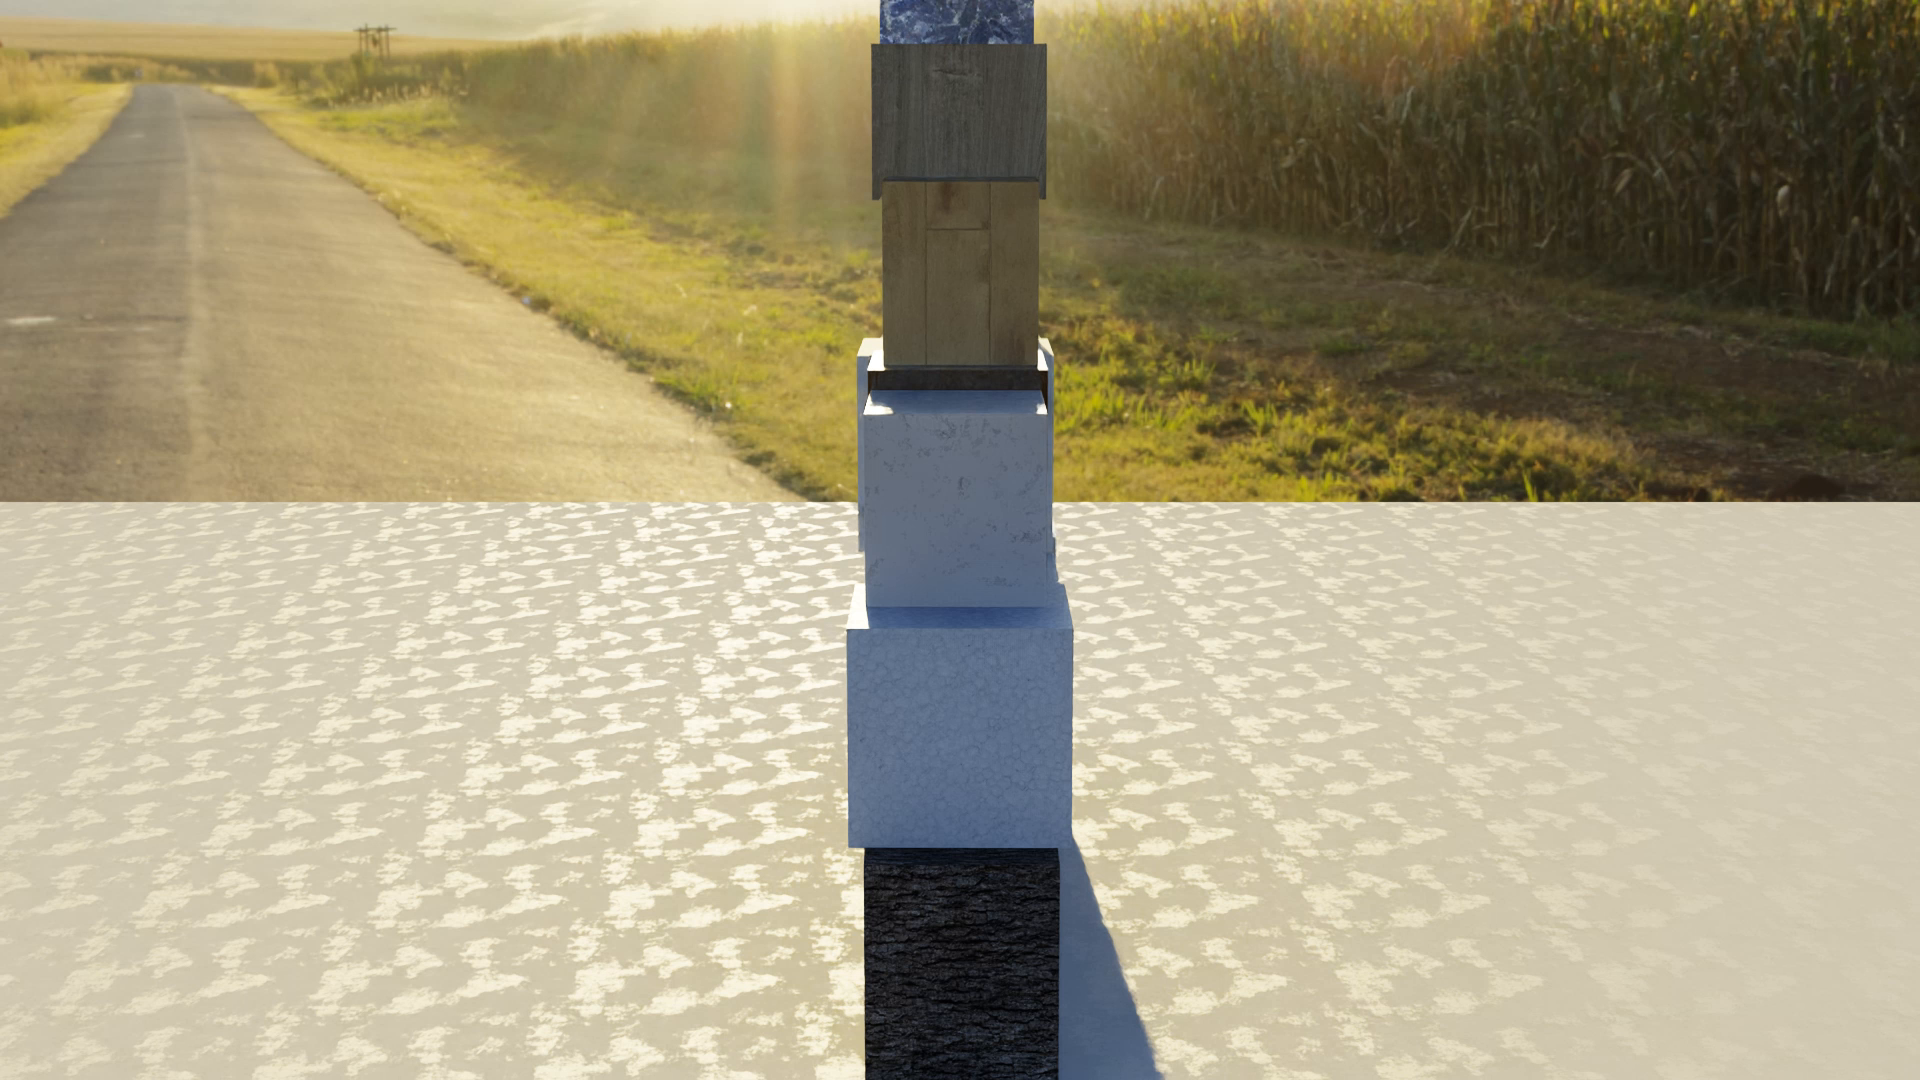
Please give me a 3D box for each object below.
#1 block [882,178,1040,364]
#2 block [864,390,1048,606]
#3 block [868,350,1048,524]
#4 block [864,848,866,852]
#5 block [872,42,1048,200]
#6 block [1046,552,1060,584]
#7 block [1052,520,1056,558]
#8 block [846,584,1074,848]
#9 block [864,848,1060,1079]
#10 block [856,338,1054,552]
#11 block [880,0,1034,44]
[{"bbox_3d":[0.002,-1.091,10.324,0.611,0.714,0.585,0,10,0],"label":"block"},{"bbox_3d":[-0.015,-0.169,9.634,0.660,0.708,0.710,0,10,0],"label":"block"},{"bbox_3d":[-0.008,-0.320,10.351,0.696,0.815,0.751,0,10,0],"label":"block"},{"bbox_3d":[-0.018,1.078,11.626,0.806,0.719,0.812,0,10,0],"label":"block"},{"bbox_3d":[-0.003,-1.779,10.857,0.718,0.633,0.664,0,11,0],"label":"block"},{"bbox_3d":[0.011,0.473,10.251,0.754,0.699,0.826,0,11,0],"label":"block"},{"bbox_3d":[0.011,0.266,11.668,0.822,0.721,0.712,0,12,0],"label":"block"},{"bbox_3d":[0.000,0.631,9.449,0.796,0.798,0.803,0,10,0],"label":"block"},{"bbox_3d":[0.006,1.450,9.382,0.683,0.790,0.790,0,10,0],"label":"block"},{"bbox_3d":[-0.019,-0.424,11.113,0.818,0.828,0.784,0,10,0],"label":"block"},{"bbox_3d":[-0.013,-2.409,10.731,0.632,0.652,0.556,0,11,0],"label":"block"}]
